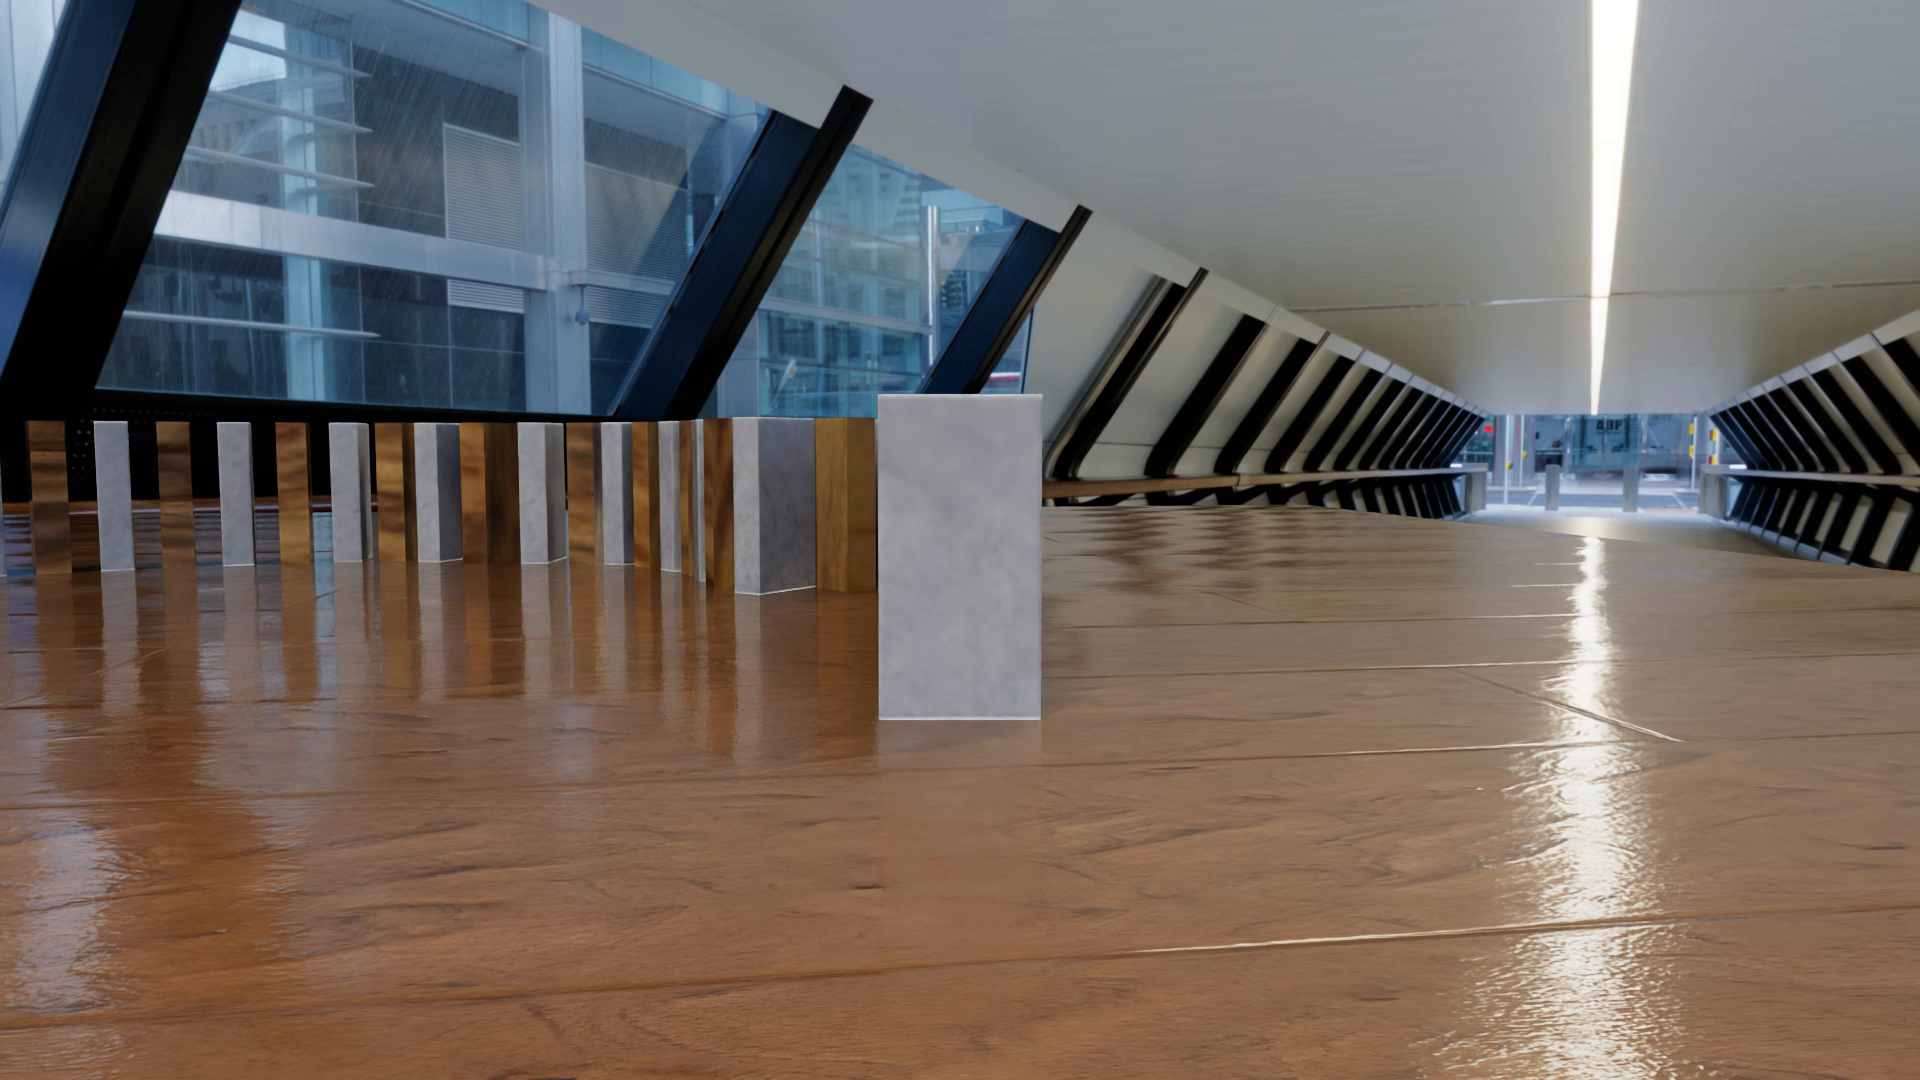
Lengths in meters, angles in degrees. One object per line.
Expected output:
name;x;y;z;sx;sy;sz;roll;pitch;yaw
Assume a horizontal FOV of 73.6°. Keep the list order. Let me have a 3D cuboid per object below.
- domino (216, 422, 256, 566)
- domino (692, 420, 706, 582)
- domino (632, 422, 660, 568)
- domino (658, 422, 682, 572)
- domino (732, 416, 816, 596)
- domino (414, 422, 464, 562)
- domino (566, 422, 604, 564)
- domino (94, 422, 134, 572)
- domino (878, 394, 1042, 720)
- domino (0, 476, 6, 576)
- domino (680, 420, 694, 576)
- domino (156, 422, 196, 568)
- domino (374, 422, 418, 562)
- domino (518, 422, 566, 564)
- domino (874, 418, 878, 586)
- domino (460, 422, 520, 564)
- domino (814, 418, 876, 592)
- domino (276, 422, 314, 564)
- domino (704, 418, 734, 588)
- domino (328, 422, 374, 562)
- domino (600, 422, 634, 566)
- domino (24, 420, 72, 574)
domino;-0.258;-0.017;0.458;0.009;0.050;0.025;-2;5;-27
domino;-0.071;-0.013;0.405;0.025;0.050;0.009;-2;5;-22
domino;-0.101;-0.016;0.450;0.010;0.050;0.025;4;6;43
domino;-0.089;-0.015;0.437;0.025;0.050;0.009;-4;6;-39
domino;-0.054;-0.010;0.372;0.010;0.050;0.025;3;5;33
domino;-0.188;-0.018;0.473;0.009;0.050;0.025;1;4;17
domino;-0.133;-0.017;0.467;0.009;0.050;0.025;0;4;4
domino;-0.290;-0.015;0.439;0.010;0.050;0.025;-3;5;-34
domino;0.000;0.002;0.201;0.025;0.050;0.009;0;4;0
domino;-0.319;-0.014;0.417;0.010;0.050;0.025;-4;6;-43
domino;-0.078;-0.014;0.421;0.025;0.050;0.010;-2;5;-27
domino;-0.274;-0.016;0.449;0.010;0.050;0.025;-2;5;-30
domino;-0.206;-0.018;0.476;0.010;0.050;0.025;0;4;-1
domino;-0.152;-0.017;0.466;0.010;0.050;0.025;0;4;-3
domino;-0.024;-0.012;0.391;0.009;0.050;0.025;-4;6;-39
domino;-0.170;-0.018;0.467;0.009;0.050;0.025;1;4;12
domino;-0.036;-0.011;0.379;0.010;0.050;0.025;-3;5;-37
domino;-0.241;-0.017;0.466;0.009;0.050;0.025;-2;5;-24
domino;-0.064;-0.012;0.388;0.025;0.050;0.009;-2;5;-26
domino;-0.224;-0.018;0.472;0.010;0.050;0.025;-1;4;-17
domino;-0.116;-0.017;0.461;0.010;0.050;0.025;2;5;30
domino;-0.305;-0.015;0.429;0.010;0.050;0.025;-3;5;-38
